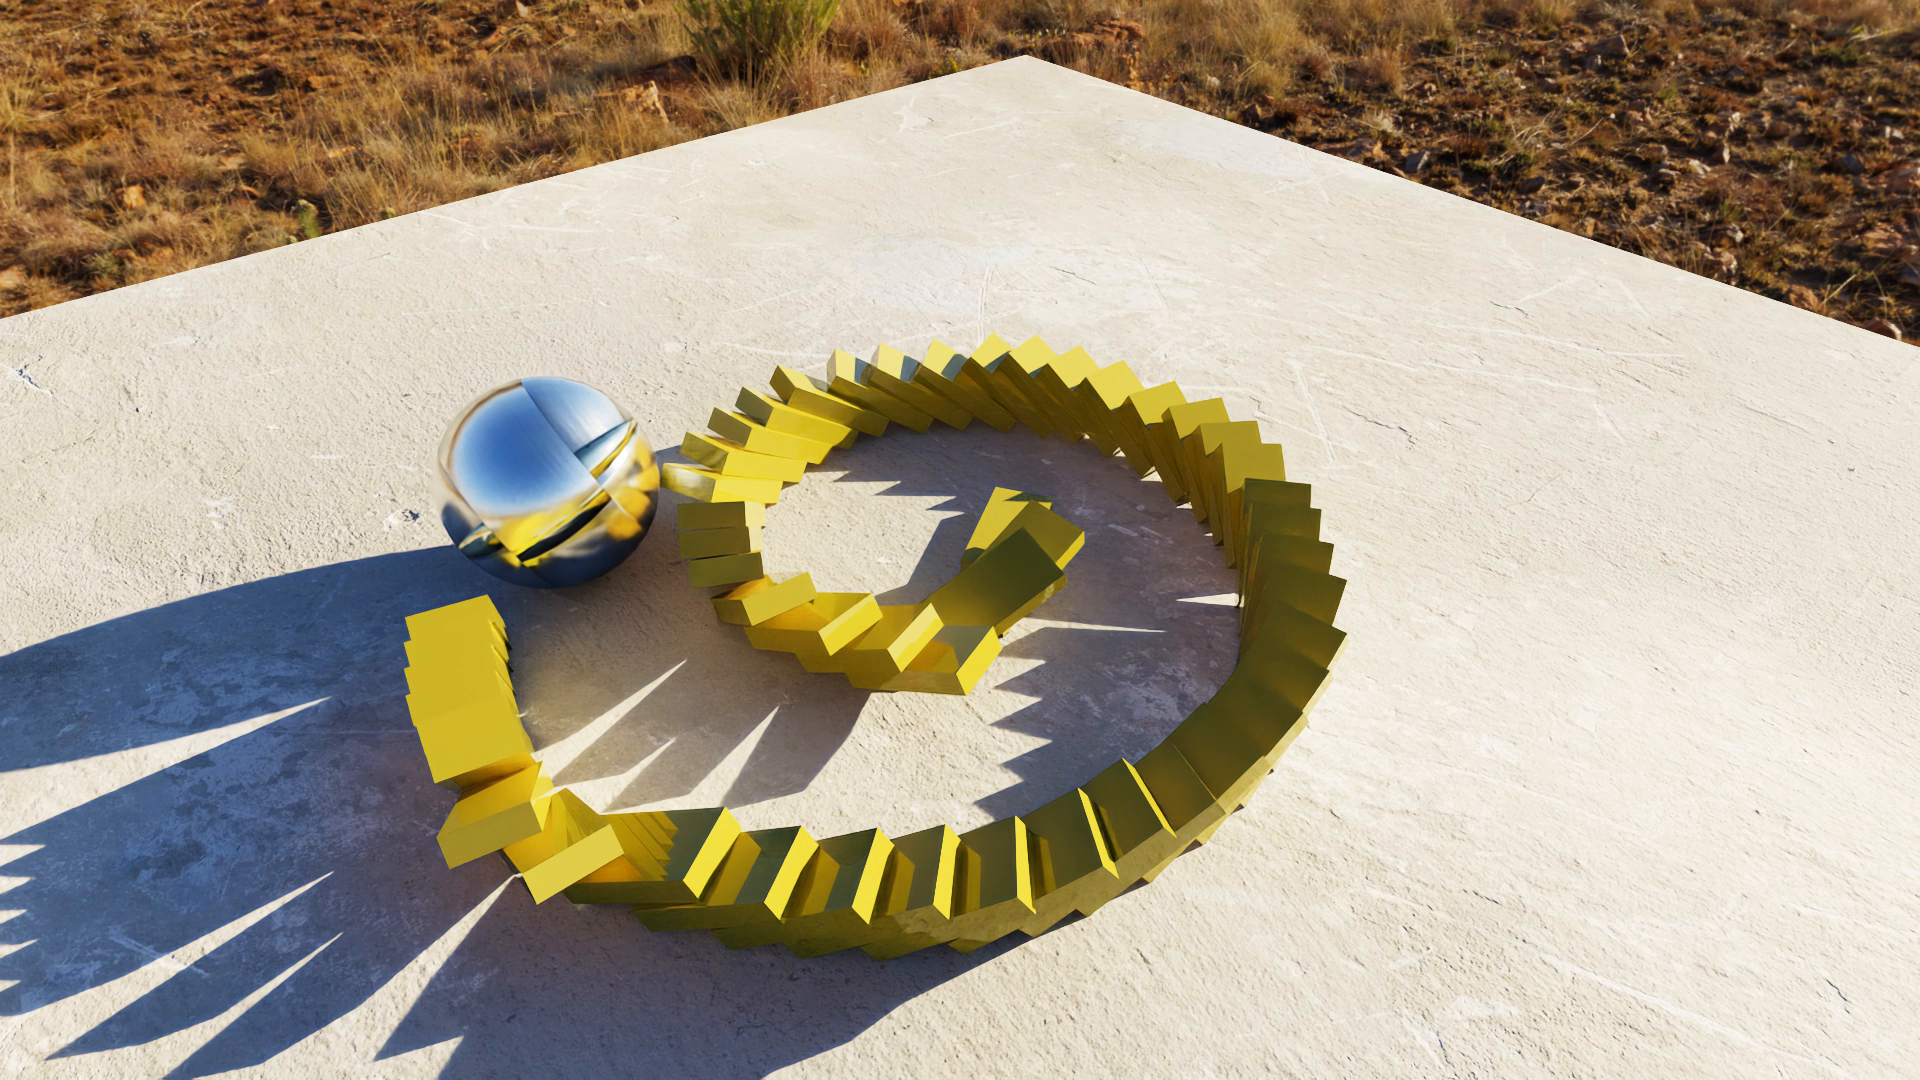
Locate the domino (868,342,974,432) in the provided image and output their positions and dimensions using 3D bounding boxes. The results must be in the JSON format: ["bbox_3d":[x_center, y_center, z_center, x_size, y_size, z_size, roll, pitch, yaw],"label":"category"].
[{"bbox_3d":[-0.018,-0.071,0.511,0.050,0.010,0.025,25,34,-18],"label":"domino"}]

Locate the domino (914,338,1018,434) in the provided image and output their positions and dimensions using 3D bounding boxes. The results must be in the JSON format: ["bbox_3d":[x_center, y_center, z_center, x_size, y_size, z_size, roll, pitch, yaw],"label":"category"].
[{"bbox_3d":[0.005,-0.072,0.512,0.050,0.010,0.025,29,39,-11],"label":"domino"}]

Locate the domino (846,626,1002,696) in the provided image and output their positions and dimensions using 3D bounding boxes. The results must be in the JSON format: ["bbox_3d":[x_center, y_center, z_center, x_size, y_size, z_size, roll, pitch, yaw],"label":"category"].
[{"bbox_3d":[-0.013,0.041,0.379,0.050,0.010,0.025,-2,33,37],"label":"domino"}]

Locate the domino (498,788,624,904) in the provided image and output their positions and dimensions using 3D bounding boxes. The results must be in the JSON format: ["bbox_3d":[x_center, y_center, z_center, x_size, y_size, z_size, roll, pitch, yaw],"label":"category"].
[{"bbox_3d":[-0.118,0.087,0.318,0.025,0.010,0.050,-28,15,-29],"label":"domino"}]

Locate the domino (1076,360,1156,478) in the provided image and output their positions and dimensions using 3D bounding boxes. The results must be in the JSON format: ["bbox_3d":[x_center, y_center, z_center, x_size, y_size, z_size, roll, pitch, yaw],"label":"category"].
[{"bbox_3d":[0.077,-0.054,0.490,0.025,0.010,0.050,-27,77,-33],"label":"domino"}]

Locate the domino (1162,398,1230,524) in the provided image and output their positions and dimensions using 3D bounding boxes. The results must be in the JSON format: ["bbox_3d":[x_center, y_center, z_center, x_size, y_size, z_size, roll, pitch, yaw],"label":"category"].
[{"bbox_3d":[0.105,-0.034,0.464,0.025,0.010,0.050,-12,75,-15],"label":"domino"}]

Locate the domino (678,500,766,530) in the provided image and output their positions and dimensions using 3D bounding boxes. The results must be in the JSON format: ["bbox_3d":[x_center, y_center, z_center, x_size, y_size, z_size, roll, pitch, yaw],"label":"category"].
[{"bbox_3d":[-0.093,-0.010,0.432,0.025,0.009,0.050,-2,1,-2],"label":"domino"}]

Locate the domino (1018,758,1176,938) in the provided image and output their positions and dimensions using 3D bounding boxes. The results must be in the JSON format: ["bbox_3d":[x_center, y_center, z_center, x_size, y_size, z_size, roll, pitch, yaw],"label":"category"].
[{"bbox_3d":[0.034,0.088,0.315,0.050,0.010,0.025,-38,45,8],"label":"domino"}]

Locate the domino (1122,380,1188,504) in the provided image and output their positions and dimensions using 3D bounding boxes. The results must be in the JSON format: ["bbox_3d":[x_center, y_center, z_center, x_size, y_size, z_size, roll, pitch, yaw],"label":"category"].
[{"bbox_3d":[0.093,-0.043,0.477,0.025,0.010,0.050,-19,73,-22],"label":"domino"}]

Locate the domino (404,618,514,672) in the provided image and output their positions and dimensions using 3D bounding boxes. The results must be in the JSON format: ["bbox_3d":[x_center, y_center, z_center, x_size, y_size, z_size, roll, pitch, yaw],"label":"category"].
[{"bbox_3d":[-0.166,0.039,0.367,0.025,0.050,0.010,-17,79,-20],"label":"domino"}]

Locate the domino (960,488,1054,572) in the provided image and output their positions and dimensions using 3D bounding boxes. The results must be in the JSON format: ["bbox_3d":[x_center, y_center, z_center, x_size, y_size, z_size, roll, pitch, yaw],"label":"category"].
[{"bbox_3d":[0.020,-0.001,0.445,0.025,0.010,0.050,11,41,13],"label":"domino"}]

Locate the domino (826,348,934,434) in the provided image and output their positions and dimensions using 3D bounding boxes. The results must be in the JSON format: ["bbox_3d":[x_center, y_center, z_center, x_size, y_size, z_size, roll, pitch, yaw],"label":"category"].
[{"bbox_3d":[-0.037,-0.069,0.508,0.050,0.009,0.025,22,32,-23],"label":"domino"}]

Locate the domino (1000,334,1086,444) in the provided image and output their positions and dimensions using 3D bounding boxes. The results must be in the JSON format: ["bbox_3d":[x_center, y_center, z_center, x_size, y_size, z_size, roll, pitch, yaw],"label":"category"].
[{"bbox_3d":[0.044,-0.070,0.507,0.050,0.009,0.025,47,47,3],"label":"domino"}]

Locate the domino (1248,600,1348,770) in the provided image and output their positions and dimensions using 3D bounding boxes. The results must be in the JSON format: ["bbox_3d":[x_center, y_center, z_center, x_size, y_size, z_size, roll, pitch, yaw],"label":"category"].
[{"bbox_3d":[0.105,0.048,0.365,0.025,0.010,0.050,28,80,30],"label":"domino"}]

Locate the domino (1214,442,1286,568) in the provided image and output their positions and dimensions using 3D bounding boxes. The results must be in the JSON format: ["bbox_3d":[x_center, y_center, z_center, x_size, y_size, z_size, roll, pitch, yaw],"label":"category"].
[{"bbox_3d":[0.117,-0.014,0.438,0.025,0.009,0.050,1,72,-7],"label":"domino"}]

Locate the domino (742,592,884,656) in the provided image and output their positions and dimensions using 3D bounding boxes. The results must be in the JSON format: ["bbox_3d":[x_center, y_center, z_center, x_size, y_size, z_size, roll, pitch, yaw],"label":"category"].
[{"bbox_3d":[-0.053,0.029,0.389,0.025,0.010,0.050,-36,21,-36],"label":"domino"}]

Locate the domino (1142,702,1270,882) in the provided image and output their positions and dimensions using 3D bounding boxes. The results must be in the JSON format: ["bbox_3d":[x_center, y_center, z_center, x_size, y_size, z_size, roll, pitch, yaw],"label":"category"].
[{"bbox_3d":[0.066,0.076,0.332,0.050,0.010,0.025,-44,49,-2],"label":"domino"}]

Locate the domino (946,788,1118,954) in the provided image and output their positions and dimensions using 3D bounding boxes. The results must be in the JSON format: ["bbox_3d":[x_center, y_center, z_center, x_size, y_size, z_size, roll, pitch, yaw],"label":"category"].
[{"bbox_3d":[0.017,0.093,0.308,0.050,0.010,0.025,-31,42,14],"label":"domino"}]

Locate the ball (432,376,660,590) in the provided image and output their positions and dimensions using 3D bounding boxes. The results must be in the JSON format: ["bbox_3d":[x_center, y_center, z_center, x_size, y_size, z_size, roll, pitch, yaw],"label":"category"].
[{"bbox_3d":[-0.154,-0.021,0.414,0.080,0.080,0.080,0,39,0],"label":"ball"}]

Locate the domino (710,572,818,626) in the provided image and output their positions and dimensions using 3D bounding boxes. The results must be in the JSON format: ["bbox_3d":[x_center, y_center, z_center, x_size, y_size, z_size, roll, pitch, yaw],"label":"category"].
[{"bbox_3d":[-0.071,0.021,0.395,0.025,0.010,0.050,-24,8,-23],"label":"domino"}]

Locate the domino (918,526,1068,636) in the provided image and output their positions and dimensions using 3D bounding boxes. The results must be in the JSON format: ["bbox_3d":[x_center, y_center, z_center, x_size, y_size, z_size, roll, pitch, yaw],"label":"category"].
[{"bbox_3d":[0.011,0.020,0.400,0.050,0.010,0.025,-36,63,-7],"label":"domino"}]

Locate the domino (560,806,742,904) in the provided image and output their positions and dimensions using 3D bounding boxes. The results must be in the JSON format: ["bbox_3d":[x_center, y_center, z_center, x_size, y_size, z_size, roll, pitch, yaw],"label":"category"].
[{"bbox_3d":[-0.090,0.091,0.316,0.050,0.009,0.025,-11,33,28],"label":"domino"}]

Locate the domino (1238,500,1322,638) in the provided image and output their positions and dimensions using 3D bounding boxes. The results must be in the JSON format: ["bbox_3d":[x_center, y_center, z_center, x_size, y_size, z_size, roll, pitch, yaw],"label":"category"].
[{"bbox_3d":[0.118,0.012,0.407,0.025,0.009,0.050,7,75,7],"label":"domino"}]

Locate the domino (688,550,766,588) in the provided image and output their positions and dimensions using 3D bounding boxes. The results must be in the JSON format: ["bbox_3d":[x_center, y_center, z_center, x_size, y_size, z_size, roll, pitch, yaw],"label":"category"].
[{"bbox_3d":[-0.086,0.010,0.408,0.025,0.009,0.050,-8,2,-9],"label":"domino"}]

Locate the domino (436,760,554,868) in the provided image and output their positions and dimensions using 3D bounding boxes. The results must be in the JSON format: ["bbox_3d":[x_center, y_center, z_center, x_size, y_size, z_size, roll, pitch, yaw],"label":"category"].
[{"bbox_3d":[-0.135,0.079,0.323,0.025,0.009,0.050,-20,7,-15],"label":"domino"}]

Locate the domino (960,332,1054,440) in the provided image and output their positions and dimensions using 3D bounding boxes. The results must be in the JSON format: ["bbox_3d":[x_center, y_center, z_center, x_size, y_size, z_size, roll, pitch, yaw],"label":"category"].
[{"bbox_3d":[0.027,-0.072,0.512,0.050,0.010,0.025,40,46,-3],"label":"domino"}]

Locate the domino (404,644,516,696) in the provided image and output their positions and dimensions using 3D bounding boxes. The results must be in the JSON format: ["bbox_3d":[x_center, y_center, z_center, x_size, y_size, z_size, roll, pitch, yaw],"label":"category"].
[{"bbox_3d":[-0.161,0.046,0.358,0.025,0.050,0.010,-17,79,-20],"label":"domino"}]

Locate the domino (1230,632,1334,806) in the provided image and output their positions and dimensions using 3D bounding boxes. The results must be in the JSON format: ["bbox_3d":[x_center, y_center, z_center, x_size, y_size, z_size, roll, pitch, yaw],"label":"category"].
[{"bbox_3d":[0.094,0.057,0.353,0.025,0.009,0.050,33,83,33],"label":"domino"}]

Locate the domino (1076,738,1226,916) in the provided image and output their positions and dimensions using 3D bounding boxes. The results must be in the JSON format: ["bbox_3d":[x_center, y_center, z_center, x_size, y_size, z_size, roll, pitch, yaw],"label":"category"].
[{"bbox_3d":[0.049,0.084,0.322,0.050,0.010,0.025,-38,45,3],"label":"domino"}]

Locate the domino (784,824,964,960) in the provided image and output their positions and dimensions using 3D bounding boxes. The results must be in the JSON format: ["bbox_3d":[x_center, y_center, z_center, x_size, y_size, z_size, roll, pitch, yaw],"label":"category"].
[{"bbox_3d":[-0.024,0.098,0.305,0.050,0.010,0.025,-22,33,24],"label":"domino"}]

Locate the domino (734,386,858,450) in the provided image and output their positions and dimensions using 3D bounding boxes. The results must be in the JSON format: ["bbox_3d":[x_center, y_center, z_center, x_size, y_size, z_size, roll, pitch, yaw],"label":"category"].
[{"bbox_3d":[-0.072,-0.054,0.486,0.025,0.009,0.050,34,15,38],"label":"domino"}]

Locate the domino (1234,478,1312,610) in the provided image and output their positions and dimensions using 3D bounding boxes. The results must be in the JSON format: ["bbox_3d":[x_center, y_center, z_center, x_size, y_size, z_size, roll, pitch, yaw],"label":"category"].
[{"bbox_3d":[0.120,0.002,0.421,0.025,0.009,0.050,6,72,7],"label":"domino"}]

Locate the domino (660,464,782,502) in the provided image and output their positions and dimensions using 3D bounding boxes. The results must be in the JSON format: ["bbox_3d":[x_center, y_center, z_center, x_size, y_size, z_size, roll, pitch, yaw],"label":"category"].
[{"bbox_3d":[-0.097,-0.023,0.451,0.025,0.010,0.050,17,8,20],"label":"domino"}]

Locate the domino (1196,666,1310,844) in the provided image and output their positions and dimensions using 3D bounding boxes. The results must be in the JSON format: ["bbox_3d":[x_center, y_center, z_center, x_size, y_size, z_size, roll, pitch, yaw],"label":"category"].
[{"bbox_3d":[0.082,0.066,0.342,0.050,0.010,0.025,-48,52,-3],"label":"domino"}]

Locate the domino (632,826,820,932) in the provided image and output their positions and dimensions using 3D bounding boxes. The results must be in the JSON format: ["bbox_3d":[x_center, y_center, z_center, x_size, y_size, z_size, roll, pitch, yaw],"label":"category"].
[{"bbox_3d":[-0.066,0.095,0.309,0.050,0.009,0.025,-14,31,30],"label":"domino"}]

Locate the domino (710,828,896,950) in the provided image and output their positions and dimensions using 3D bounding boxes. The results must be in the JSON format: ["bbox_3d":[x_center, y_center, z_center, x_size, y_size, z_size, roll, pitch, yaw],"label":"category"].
[{"bbox_3d":[-0.043,0.097,0.305,0.050,0.009,0.025,-19,31,28],"label":"domino"}]

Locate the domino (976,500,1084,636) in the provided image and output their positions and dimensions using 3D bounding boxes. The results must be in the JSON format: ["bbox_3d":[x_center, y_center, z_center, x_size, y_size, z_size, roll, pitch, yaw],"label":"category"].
[{"bbox_3d":[0.022,0.010,0.417,0.025,0.010,0.050,33,68,24],"label":"domino"}]

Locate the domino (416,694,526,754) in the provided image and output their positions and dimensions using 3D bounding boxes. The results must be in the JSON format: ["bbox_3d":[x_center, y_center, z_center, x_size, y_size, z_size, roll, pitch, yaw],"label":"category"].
[{"bbox_3d":[-0.150,0.060,0.342,0.025,0.050,0.009,-18,80,-21],"label":"domino"}]

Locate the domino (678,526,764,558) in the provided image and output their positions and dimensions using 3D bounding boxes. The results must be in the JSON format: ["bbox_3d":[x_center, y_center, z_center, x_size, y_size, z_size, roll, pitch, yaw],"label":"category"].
[{"bbox_3d":[-0.090,0.001,0.420,0.025,0.009,0.050,-5,1,-5],"label":"domino"}]

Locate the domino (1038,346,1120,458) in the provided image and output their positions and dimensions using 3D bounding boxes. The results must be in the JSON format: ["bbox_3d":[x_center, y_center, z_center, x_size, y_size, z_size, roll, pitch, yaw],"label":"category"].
[{"bbox_3d":[0.061,-0.063,0.500,0.025,0.009,0.050,-33,81,-39],"label":"domino"}]

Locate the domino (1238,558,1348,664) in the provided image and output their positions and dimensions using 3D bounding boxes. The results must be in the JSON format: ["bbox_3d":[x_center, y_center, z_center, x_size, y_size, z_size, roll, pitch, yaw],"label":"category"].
[{"bbox_3d":[0.113,0.034,0.380,0.025,0.010,0.050,19,78,17],"label":"domino"}]

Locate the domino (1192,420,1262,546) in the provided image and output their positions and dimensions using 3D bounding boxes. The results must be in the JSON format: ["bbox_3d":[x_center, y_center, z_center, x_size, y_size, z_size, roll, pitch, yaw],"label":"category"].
[{"bbox_3d":[0.113,-0.024,0.451,0.025,0.010,0.050,-4,73,-9],"label":"domino"}]

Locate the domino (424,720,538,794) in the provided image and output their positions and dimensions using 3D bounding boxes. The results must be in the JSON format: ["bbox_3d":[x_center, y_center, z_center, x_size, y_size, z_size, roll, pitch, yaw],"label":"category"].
[{"bbox_3d":[-0.144,0.067,0.334,0.025,0.050,0.010,-18,80,-21],"label":"domino"}]

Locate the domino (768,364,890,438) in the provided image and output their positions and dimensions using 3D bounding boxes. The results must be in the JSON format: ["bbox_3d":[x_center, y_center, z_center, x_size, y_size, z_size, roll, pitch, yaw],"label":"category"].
[{"bbox_3d":[-0.059,-0.063,0.498,0.050,0.010,0.025,16,21,-37],"label":"domino"}]

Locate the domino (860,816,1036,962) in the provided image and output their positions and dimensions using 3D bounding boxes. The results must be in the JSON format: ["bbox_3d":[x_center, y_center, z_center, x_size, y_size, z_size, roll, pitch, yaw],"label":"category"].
[{"bbox_3d":[-0.004,0.097,0.305,0.050,0.010,0.025,-25,36,21],"label":"domino"}]

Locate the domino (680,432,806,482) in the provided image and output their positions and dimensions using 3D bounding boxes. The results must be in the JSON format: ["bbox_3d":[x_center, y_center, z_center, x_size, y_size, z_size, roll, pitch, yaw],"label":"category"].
[{"bbox_3d":[-0.091,-0.035,0.465,0.025,0.009,0.050,26,12,28],"label":"domino"}]

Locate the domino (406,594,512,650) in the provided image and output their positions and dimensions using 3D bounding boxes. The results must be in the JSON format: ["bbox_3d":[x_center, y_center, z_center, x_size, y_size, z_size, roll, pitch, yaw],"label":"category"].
[{"bbox_3d":[-0.170,0.032,0.376,0.025,0.050,0.009,-17,79,-20],"label":"domino"}]

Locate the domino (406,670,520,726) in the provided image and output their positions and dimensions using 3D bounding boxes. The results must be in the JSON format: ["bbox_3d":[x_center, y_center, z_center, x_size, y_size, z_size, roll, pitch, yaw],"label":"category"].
[{"bbox_3d":[-0.157,0.053,0.350,0.025,0.050,0.009,-17,79,-20],"label":"domino"}]

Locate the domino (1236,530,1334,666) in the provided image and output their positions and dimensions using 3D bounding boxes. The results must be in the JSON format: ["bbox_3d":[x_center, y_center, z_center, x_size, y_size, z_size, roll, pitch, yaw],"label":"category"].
[{"bbox_3d":[0.116,0.024,0.393,0.025,0.009,0.050,12,76,13],"label":"domino"}]

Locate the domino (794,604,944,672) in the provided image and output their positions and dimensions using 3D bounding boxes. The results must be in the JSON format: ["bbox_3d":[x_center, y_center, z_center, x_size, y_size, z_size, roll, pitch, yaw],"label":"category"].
[{"bbox_3d":[-0.032,0.034,0.382,0.050,0.009,0.025,-7,29,44],"label":"domino"}]

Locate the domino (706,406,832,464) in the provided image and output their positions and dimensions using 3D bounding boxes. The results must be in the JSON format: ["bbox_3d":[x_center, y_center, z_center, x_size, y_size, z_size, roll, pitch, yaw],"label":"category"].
[{"bbox_3d":[-0.082,-0.045,0.476,0.025,0.010,0.050,29,12,32],"label":"domino"}]
